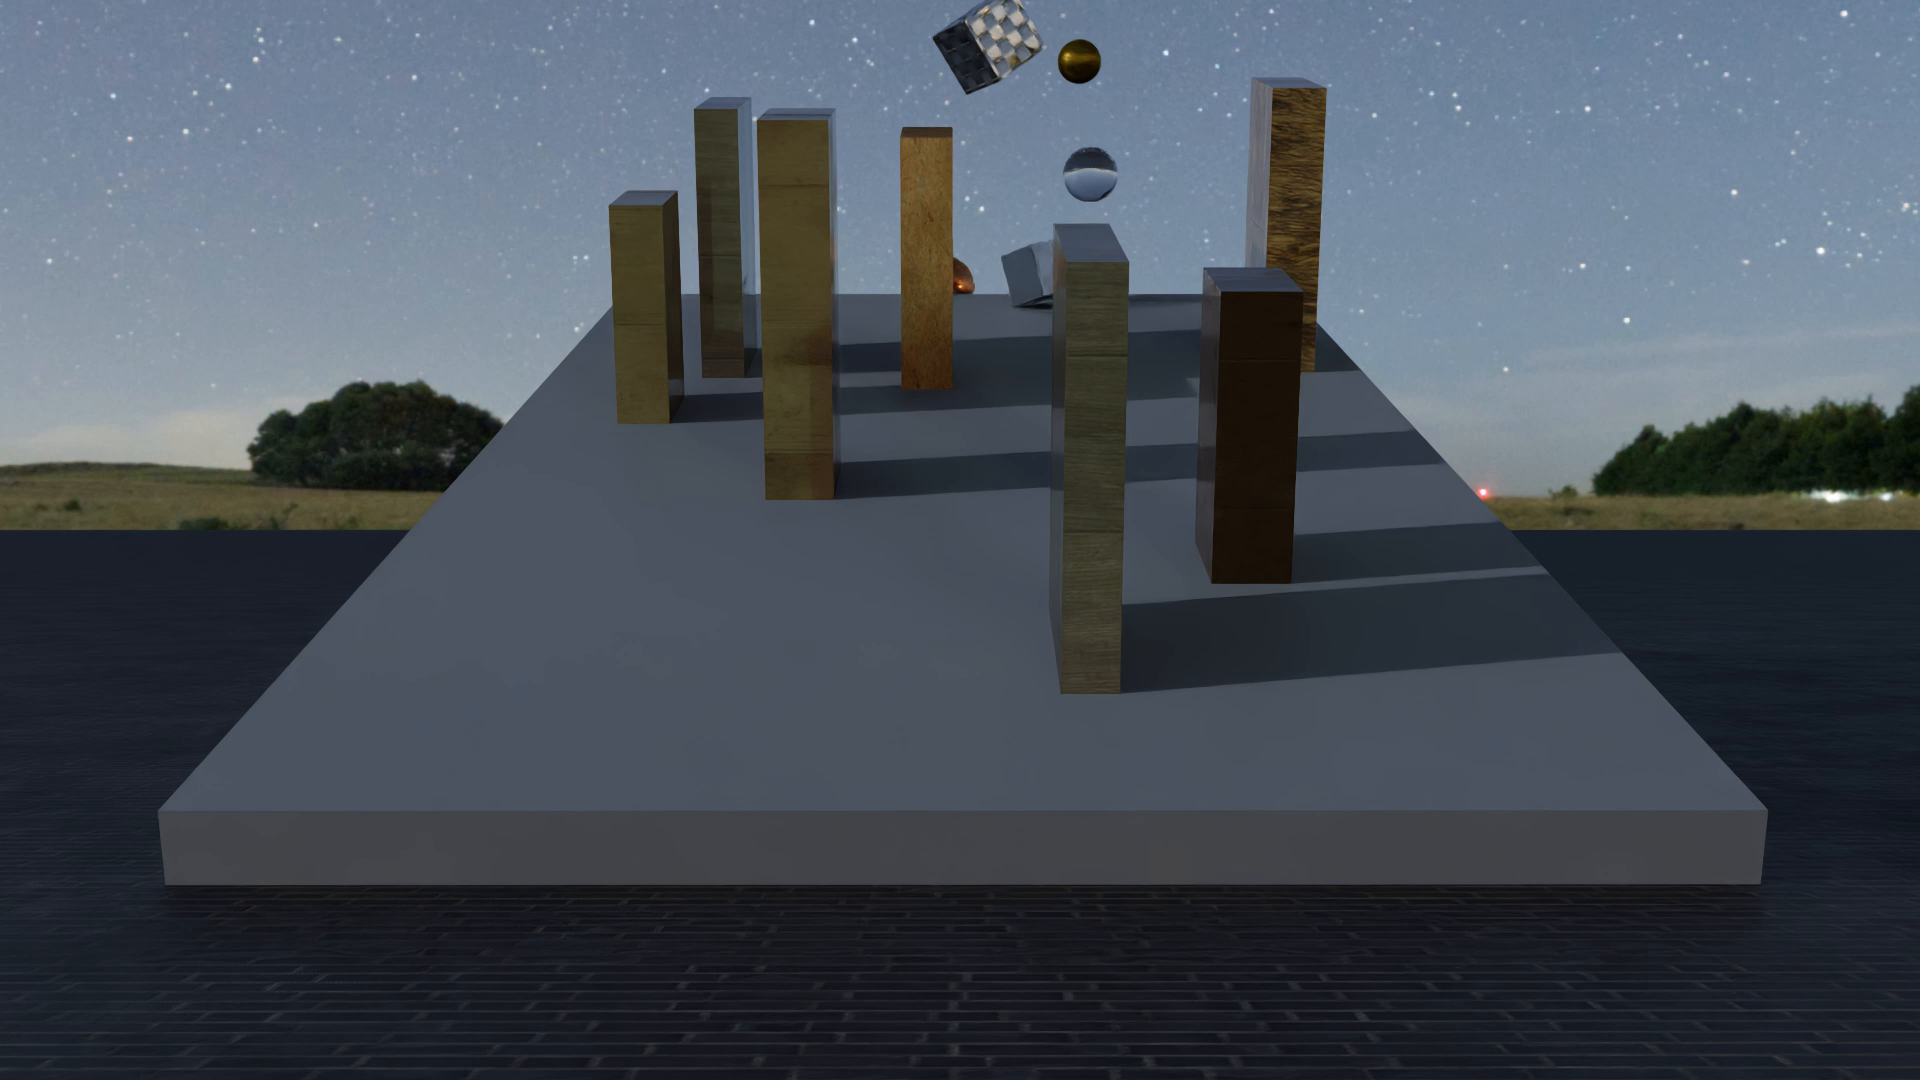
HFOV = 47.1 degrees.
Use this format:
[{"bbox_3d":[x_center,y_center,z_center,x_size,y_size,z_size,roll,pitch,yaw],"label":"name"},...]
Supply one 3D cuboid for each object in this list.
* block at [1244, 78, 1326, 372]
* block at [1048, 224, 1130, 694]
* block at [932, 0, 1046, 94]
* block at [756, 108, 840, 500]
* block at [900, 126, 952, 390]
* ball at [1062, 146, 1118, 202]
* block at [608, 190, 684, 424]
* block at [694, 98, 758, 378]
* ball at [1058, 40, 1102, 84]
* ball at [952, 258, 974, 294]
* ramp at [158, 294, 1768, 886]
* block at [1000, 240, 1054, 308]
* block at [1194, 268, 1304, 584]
[{"bbox_3d":[0.809,-0.797,5.522,0.128,0.689,0.393,0,16,0],"label":"block"},{"bbox_3d":[0.186,-0.132,3.259,0.085,0.620,0.403,0,16,0],"label":"block"},{"bbox_3d":[0.083,-1.428,6.310,0.193,0.193,0.193,-40,17,-24],"label":"block"},{"bbox_3d":[-0.307,-0.459,4.249,0.131,0.717,0.274,0,16,0],"label":"block"},{"bbox_3d":[-0.078,-0.679,5.276,0.121,0.591,0.280,0,16,0],"label":"block"},{"bbox_3d":[0.358,-1.004,6.042,0.151,0.151,0.151,0,0,0],"label":"ball"},{"bbox_3d":[-0.699,-0.526,4.929,0.115,0.480,0.282,0,16,0],"label":"block"},{"bbox_3d":[-0.576,-0.754,5.444,0.103,0.645,0.371,0,16,0],"label":"block"},{"bbox_3d":[0.337,-1.350,6.210,0.123,0.123,0.123,0,0,0],"label":"ball"},{"bbox_3d":[-0.052,-0.767,6.677,0.192,0.192,0.192,0,0,0],"label":"ball"},{"bbox_3d":[-0.002,-0.152,4.672,2.000,0.100,4.000,0,16,0],"label":"ramp"},{"bbox_3d":[0.238,-0.770,6.332,0.151,0.151,0.151,-15,0,-35],"label":"block"},{"bbox_3d":[0.487,-0.199,3.738,0.133,0.492,0.263,0,16,0],"label":"block"}]
